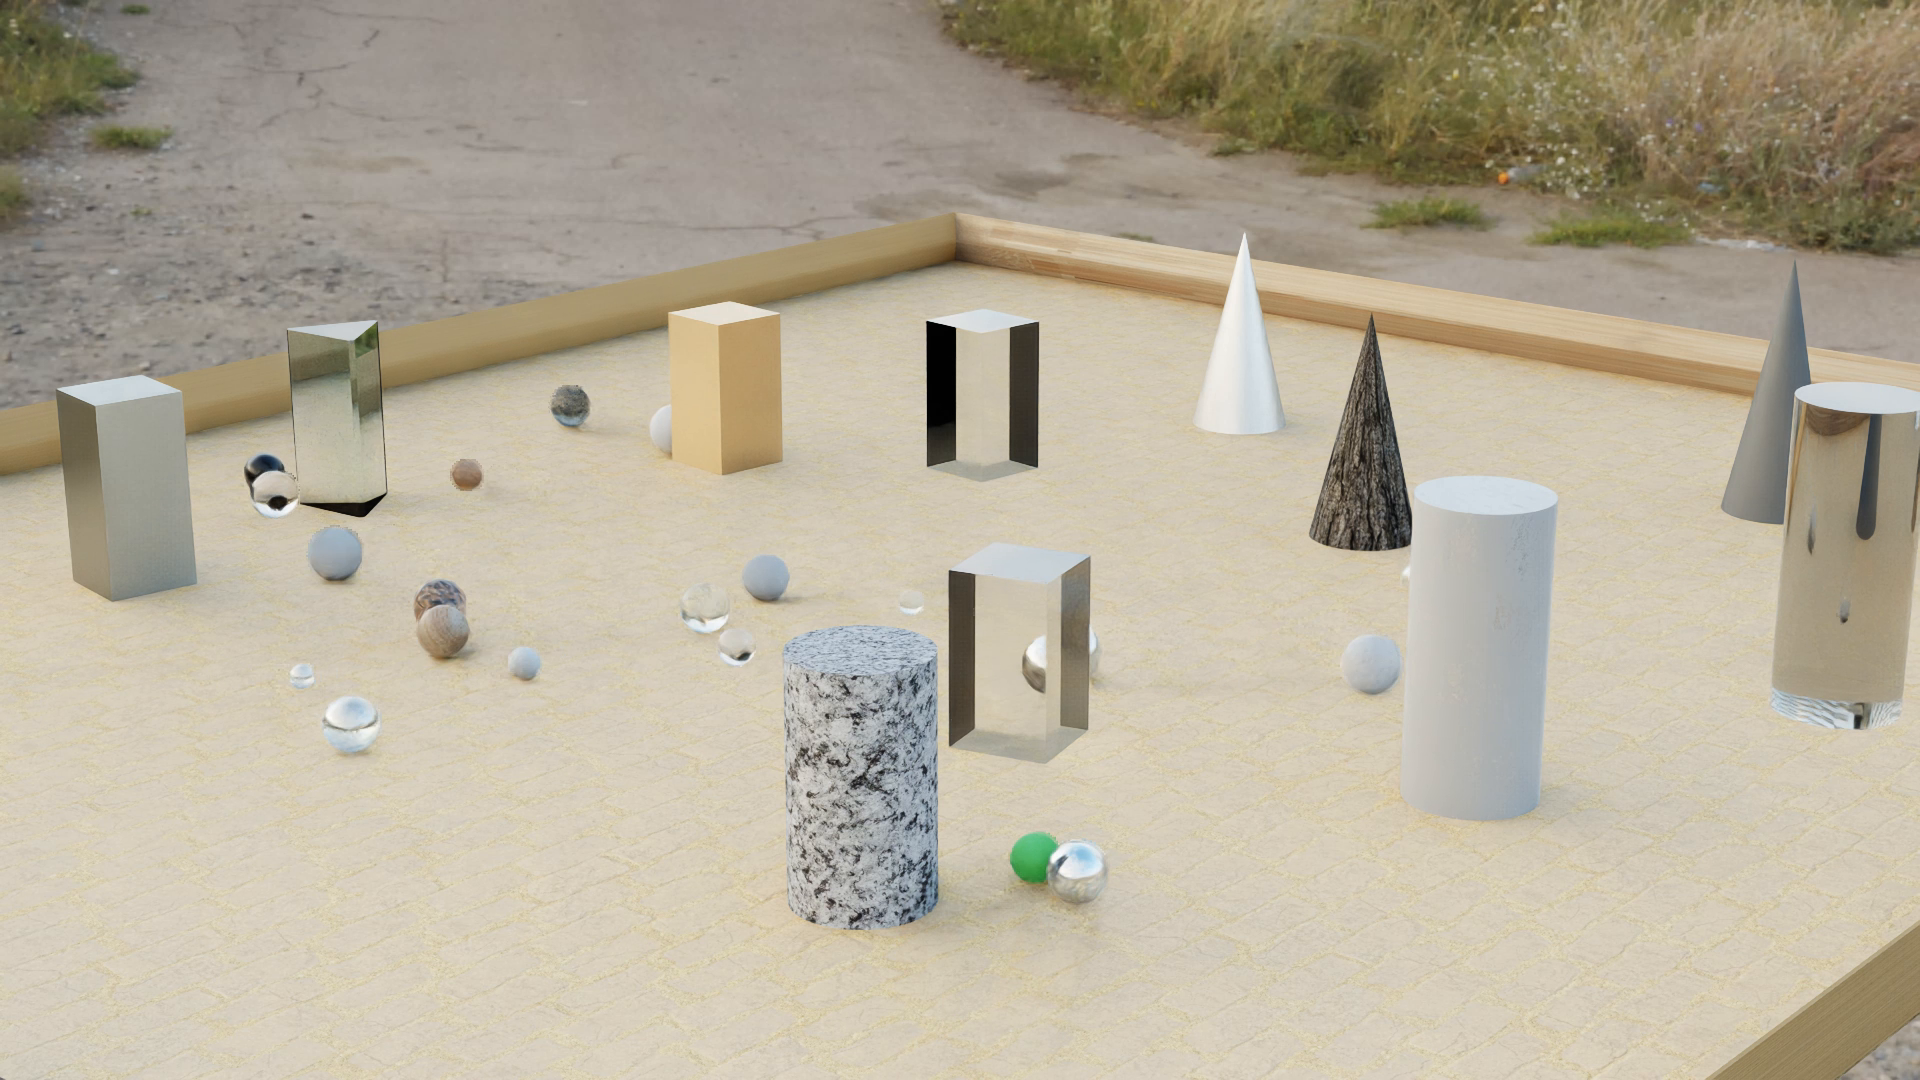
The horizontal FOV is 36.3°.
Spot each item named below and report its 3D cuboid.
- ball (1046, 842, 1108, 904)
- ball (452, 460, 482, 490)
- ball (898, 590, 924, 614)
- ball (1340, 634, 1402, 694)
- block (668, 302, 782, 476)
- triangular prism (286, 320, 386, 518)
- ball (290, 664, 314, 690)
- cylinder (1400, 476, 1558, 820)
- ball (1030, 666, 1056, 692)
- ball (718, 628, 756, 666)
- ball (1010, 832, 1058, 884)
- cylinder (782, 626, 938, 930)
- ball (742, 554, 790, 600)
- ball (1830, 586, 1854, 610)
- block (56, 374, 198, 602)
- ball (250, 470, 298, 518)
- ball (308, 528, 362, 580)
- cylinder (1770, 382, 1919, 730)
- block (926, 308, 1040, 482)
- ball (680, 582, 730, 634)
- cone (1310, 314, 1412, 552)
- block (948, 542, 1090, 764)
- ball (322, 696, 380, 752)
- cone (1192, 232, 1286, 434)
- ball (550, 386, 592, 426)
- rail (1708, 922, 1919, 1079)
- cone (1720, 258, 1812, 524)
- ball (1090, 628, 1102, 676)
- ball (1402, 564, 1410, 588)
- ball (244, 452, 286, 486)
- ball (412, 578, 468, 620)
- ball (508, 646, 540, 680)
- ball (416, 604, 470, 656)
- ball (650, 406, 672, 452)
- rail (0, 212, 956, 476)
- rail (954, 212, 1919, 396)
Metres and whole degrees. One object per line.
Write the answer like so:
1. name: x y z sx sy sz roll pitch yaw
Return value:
1. ball: 0.154 0.438 3.859 0.083 0.083 0.083 0 17 0
2. ball: -0.972 -0.128 5.781 0.057 0.057 0.057 0 17 0
3. ball: -0.085 0.107 5.027 0.043 0.043 0.043 0 17 0
4. ball: 0.651 0.197 4.638 0.095 0.095 0.095 0 17 0
5. block: -0.475 -0.309 5.948 0.160 0.308 0.160 -15 22 -41
6. triangular prism: -1.171 -0.241 5.656 0.173 0.346 0.150 11 20 33
7. ball: -1.047 0.217 4.665 0.040 0.040 0.040 0 17 0
8. cylinder: 0.736 0.152 4.170 0.200 0.450 0.200 0 17 0
9. ball: 0.131 0.220 4.653 0.042 0.042 0.042 0 17 0
10. ball: -0.363 0.174 4.768 0.063 0.063 0.063 0 17 0
11. ball: 0.101 0.426 3.925 0.068 0.068 0.068 0 17 0
12. cylinder: -0.129 0.308 3.830 0.200 0.348 0.200 0 17 0
13. ball: -0.337 0.065 5.101 0.081 0.081 0.081 0 17 0
14. ball: 1.519 0.100 5.052 0.042 0.042 0.042 0 17 0
15. block: -1.465 -0.093 5.156 0.160 0.351 0.160 -14 22 -38
16. ball: -1.307 -0.087 5.587 0.091 0.091 0.091 0 17 0
17. ball: -1.109 0.025 5.212 0.094 0.094 0.094 0 17 0
18. cylinder: 1.369 0.023 4.516 0.200 0.499 0.200 0 17 0
19. block: 0.045 -0.292 5.900 0.160 0.304 0.160 -15 22 -41
20. ball: -0.429 0.114 4.930 0.086 0.086 0.086 0 17 0
21. cone: 0.753 -0.213 5.422 0.200 0.428 0.200 0 17 0
22. block: 0.090 0.168 4.413 0.160 0.280 0.160 8 18 25
23. ball: -0.912 0.275 4.393 0.086 0.086 0.086 0 17 0
24. cone: 0.600 -0.451 6.234 0.200 0.415 0.200 0 17 0
25. ball: -0.830 -0.284 6.251 0.086 0.086 0.086 0 17 0
26. rail: 1.466 0.400 3.901 0.045 0.130 4.482 14 22 39
27. cone: 1.568 -0.294 5.577 0.200 0.494 0.200 0 17 0
28. ball: 0.177 0.179 4.689 0.100 0.100 0.100 0 17 0
29. ball: 0.800 0.064 5.163 0.046 0.046 0.046 0 17 0
30. ball: -1.365 -0.132 5.757 0.079 0.079 0.079 0 17 0
31. ball: -0.875 0.110 4.935 0.091 0.091 0.091 0 17 0
32. ball: -0.701 0.197 4.710 0.053 0.053 0.053 0 17 0
33. ball: -0.849 0.149 4.813 0.085 0.085 0.085 0 17 0
34. ball: -0.590 -0.229 6.045 0.099 0.099 0.099 0 17 0
35. rail: -1.466 -0.334 6.339 0.045 0.130 4.482 14 22 39
36. rail: 1.454 -0.450 6.723 3.931 0.130 0.045 14 22 39
